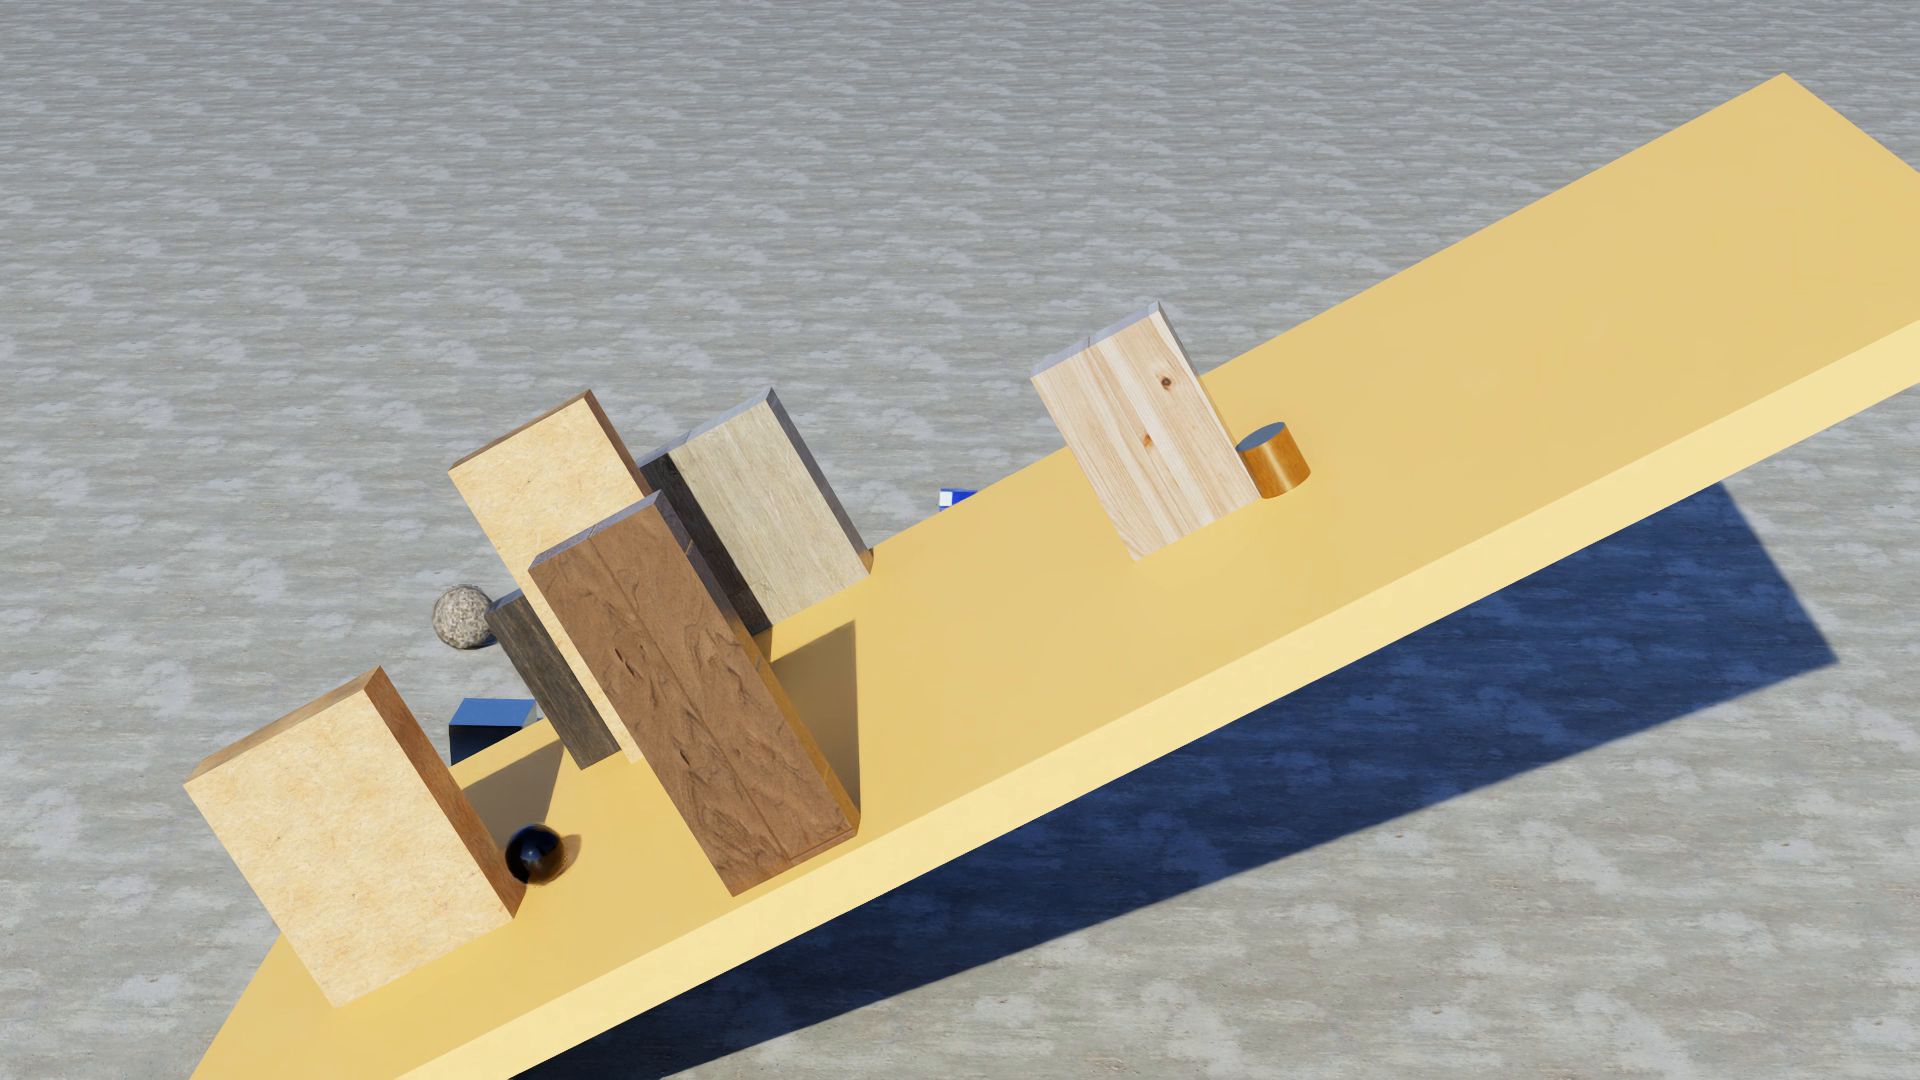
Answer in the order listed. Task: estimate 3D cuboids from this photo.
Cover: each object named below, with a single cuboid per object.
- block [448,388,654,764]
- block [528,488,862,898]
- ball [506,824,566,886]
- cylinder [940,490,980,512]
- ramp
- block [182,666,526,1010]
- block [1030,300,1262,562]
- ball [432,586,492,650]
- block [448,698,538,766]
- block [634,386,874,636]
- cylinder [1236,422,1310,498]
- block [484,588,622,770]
[{"bbox_3d":[-0.783,0.087,6.592,0.356,0.787,0.081,-27,14,11],"label":"block"},{"bbox_3d":[-0.484,0.288,5.422,0.269,0.732,0.089,-27,14,11],"label":"block"},{"bbox_3d":[-0.893,0.662,6.190,0.128,0.128,0.128,0,18,0],"label":"ball"},{"bbox_3d":[0.006,-0.098,10.169,0.146,0.146,0.146,1,18,4],"label":"cylinder"},{"bbox_3d":[0.142,0.167,6.283,4.000,0.100,2.000,-27,14,11],"label":"ramp"},{"bbox_3d":[-1.256,0.623,6.130,0.446,0.578,0.142,-27,14,11],"label":"block"},{"bbox_3d":[0.381,-0.221,6.022,0.294,0.445,0.094,-27,14,11],"label":"block"},{"bbox_3d":[-1.525,0.240,9.049,0.195,0.195,0.195,0,18,0],"label":"ball"},{"bbox_3d":[-1.273,0.563,8.048,0.200,0.200,0.200,1,18,3],"label":"block"},{"bbox_3d":[-0.502,-0.055,7.108,0.385,0.497,0.122,-27,14,11],"label":"block"},{"bbox_3d":[0.637,-0.162,5.984,0.114,0.114,0.114,-28,14,8],"label":"cylinder"},{"bbox_3d":[-0.827,0.260,6.813,0.366,0.433,0.094,-27,14,11],"label":"block"}]
